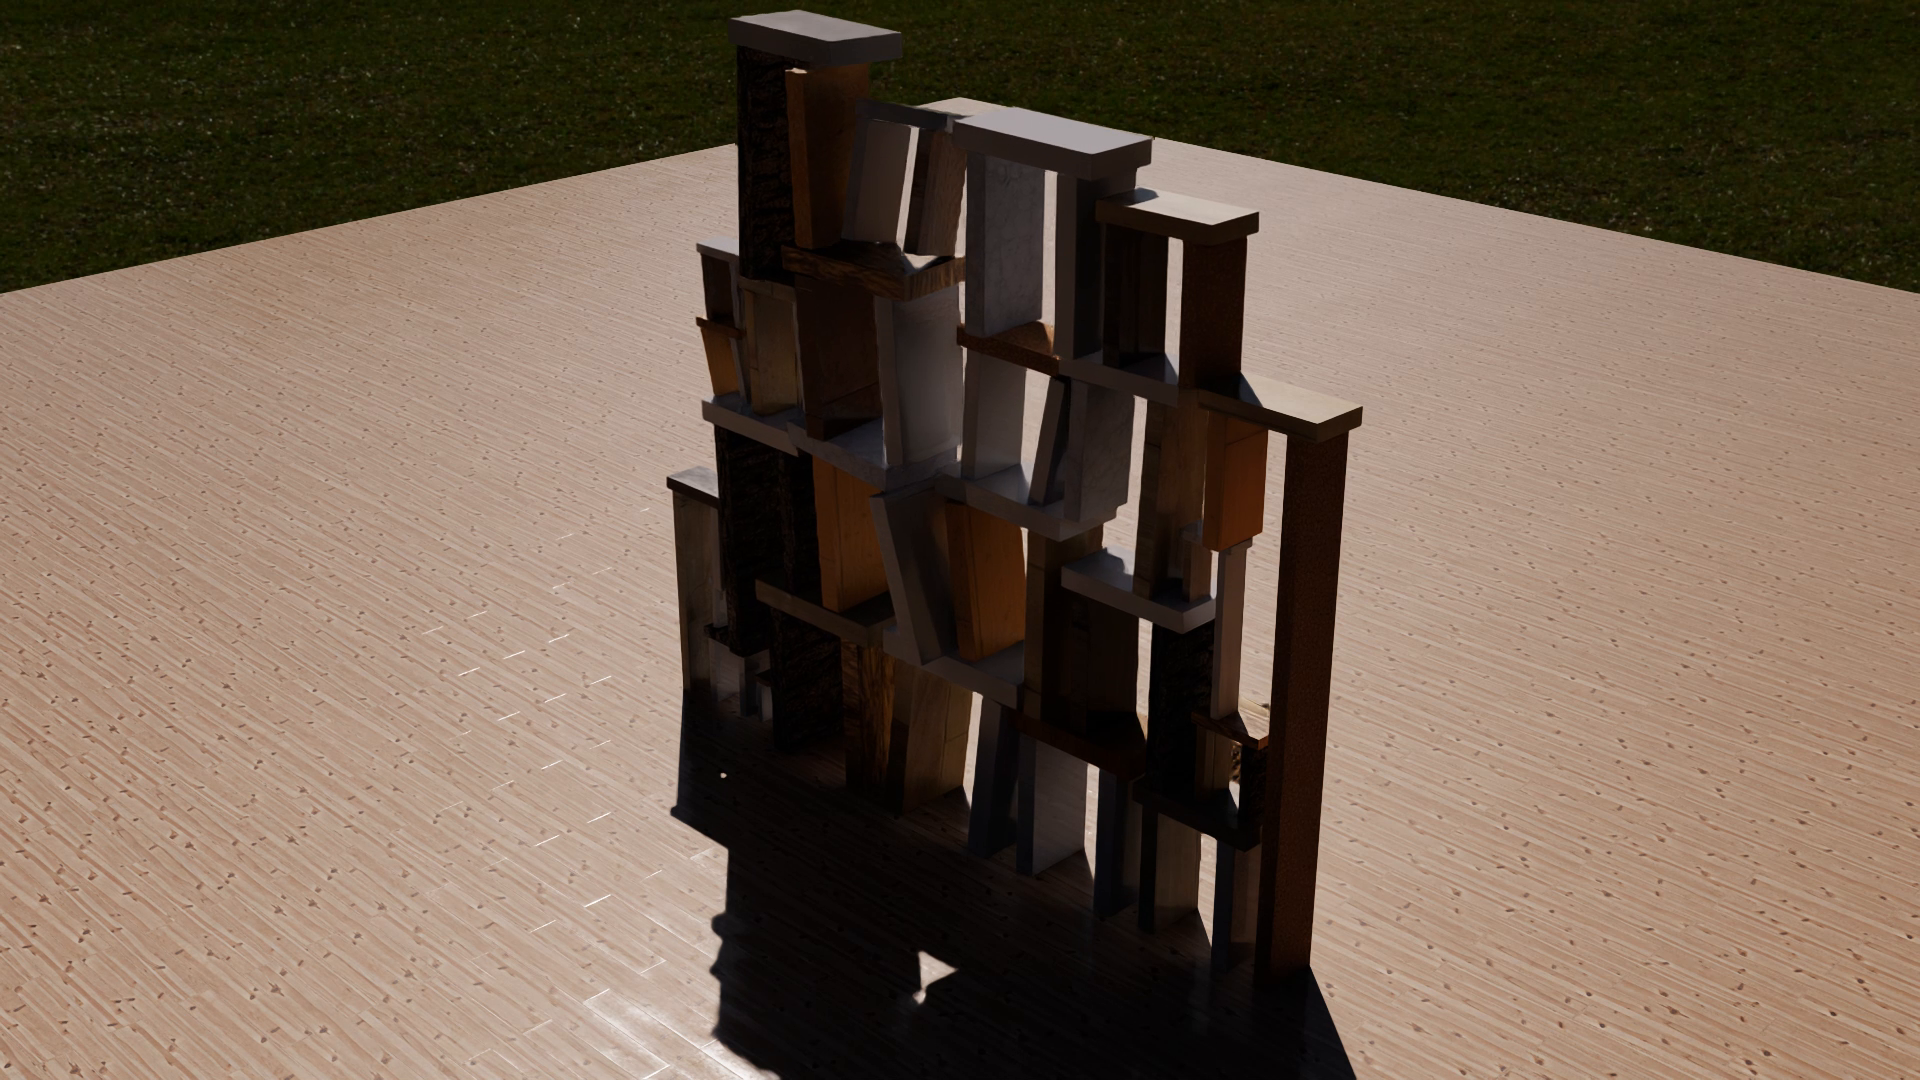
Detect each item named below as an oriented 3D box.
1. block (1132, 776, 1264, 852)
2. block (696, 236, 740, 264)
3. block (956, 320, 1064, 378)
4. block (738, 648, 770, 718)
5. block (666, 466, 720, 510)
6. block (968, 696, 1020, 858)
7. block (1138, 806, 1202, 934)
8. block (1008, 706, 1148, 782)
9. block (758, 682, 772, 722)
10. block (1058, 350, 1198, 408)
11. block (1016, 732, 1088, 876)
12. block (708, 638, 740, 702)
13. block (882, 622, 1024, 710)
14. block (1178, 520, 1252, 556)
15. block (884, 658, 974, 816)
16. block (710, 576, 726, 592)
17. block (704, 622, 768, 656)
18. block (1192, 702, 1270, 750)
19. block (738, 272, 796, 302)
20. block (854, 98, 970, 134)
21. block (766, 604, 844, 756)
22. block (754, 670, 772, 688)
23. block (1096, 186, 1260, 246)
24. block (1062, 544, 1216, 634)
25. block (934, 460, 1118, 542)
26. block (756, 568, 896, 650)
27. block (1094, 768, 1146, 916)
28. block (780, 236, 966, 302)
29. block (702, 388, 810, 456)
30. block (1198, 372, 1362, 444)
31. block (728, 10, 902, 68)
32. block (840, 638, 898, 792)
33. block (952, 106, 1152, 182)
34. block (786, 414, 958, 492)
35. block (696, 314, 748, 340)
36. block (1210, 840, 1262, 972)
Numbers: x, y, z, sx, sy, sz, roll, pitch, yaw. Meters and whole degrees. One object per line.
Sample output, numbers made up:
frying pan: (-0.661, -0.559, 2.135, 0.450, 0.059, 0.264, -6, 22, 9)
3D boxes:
block: (0.449, 0.473, 3.939, 0.258, 0.037, 0.129, 21, 31, 41)
block: (-0.463, -0.586, 4.438, 0.069, 0.020, 0.139, -23, 31, -38)
block: (0.126, -0.351, 3.930, 0.250, 0.035, 0.125, 22, 32, 39)
block: (-0.450, 0.306, 4.843, 0.076, 0.153, 0.022, -21, 31, -40)
block: (-0.537, -0.113, 4.756, 0.096, 0.027, 0.193, -21, 31, -40)
block: (0.109, 0.431, 4.282, 0.178, 0.355, 0.050, -22, 38, -40)
block: (0.388, 0.585, 4.052, 0.037, 0.258, 0.129, 21, 31, 41)
block: (0.252, 0.353, 4.102, 0.150, 0.043, 0.301, -21, 31, -41)
block: (-0.421, 0.348, 4.822, 0.013, 0.094, 0.047, 21, 31, 41)
block: (0.311, -0.289, 3.759, 0.265, 0.037, 0.132, 20, 30, 40)
block: (0.179, 0.483, 4.236, 0.043, 0.301, 0.150, 22, 32, 40)
block: (-0.522, 0.278, 4.910, 0.022, 0.153, 0.077, 21, 31, 41)
block: (0.039, 0.220, 4.257, 0.355, 0.050, 0.178, 21, 31, 40)
block: (0.436, -0.004, 3.753, 0.058, 0.016, 0.115, -21, 31, -41)
block: (-0.058, 0.367, 4.435, 0.178, 0.355, 0.050, -22, 39, -40)
block: (-0.497, 0.097, 4.808, 0.050, 0.014, 0.101, -20, 30, -39)
block: (-0.486, 0.211, 4.843, 0.076, 0.022, 0.153, -21, 31, -40)
block: (0.485, 0.321, 3.842, 0.149, 0.021, 0.074, 21, 31, 40)
block: (-0.327, -0.505, 4.329, 0.109, 0.031, 0.219, -21, 28, -39)
block: (-0.071, -0.759, 3.948, 0.220, 0.031, 0.110, 19, 16, 37)
block: (-0.323, 0.271, 4.682, 0.048, 0.341, 0.171, 21, 32, 40)
block: (-0.399, 0.307, 4.780, 0.094, 0.013, 0.047, 21, 31, 41)
block: (0.355, -0.532, 3.609, 0.246, 0.035, 0.123, 21, 30, 41)
block: (0.332, 0.085, 3.908, 0.282, 0.040, 0.141, 22, 31, 40)
block: (0.120, -0.086, 4.052, 0.313, 0.044, 0.157, 23, 32, 39)
block: (-0.245, 0.124, 4.530, 0.341, 0.048, 0.171, 21, 32, 40)
block: (0.320, 0.539, 4.106, 0.150, 0.301, 0.043, -21, 32, -41)
block: (-0.159, -0.513, 4.053, 0.329, 0.047, 0.164, 21, 34, 41)
block: (-0.371, -0.250, 4.497, 0.155, 0.044, 0.310, -22, 31, -39)
block: (0.518, -0.216, 3.571, 0.121, 0.034, 0.241, -21, 31, -40)
block: (-0.272, -0.933, 4.083, 0.162, 0.046, 0.324, -17, 28, -36)
block: (-0.161, 0.334, 4.535, 0.048, 0.341, 0.171, 21, 32, 40)
block: (0.155, -0.680, 3.757, 0.314, 0.044, 0.157, 22, 32, 38)
block: (-0.172, -0.186, 4.241, 0.166, 0.047, 0.331, -21, 31, -32)
block: (-0.470, -0.443, 4.509, 0.071, 0.020, 0.141, -23, 31, -38)
block: (0.510, 0.632, 3.940, 0.037, 0.258, 0.129, 21, 31, 41)
